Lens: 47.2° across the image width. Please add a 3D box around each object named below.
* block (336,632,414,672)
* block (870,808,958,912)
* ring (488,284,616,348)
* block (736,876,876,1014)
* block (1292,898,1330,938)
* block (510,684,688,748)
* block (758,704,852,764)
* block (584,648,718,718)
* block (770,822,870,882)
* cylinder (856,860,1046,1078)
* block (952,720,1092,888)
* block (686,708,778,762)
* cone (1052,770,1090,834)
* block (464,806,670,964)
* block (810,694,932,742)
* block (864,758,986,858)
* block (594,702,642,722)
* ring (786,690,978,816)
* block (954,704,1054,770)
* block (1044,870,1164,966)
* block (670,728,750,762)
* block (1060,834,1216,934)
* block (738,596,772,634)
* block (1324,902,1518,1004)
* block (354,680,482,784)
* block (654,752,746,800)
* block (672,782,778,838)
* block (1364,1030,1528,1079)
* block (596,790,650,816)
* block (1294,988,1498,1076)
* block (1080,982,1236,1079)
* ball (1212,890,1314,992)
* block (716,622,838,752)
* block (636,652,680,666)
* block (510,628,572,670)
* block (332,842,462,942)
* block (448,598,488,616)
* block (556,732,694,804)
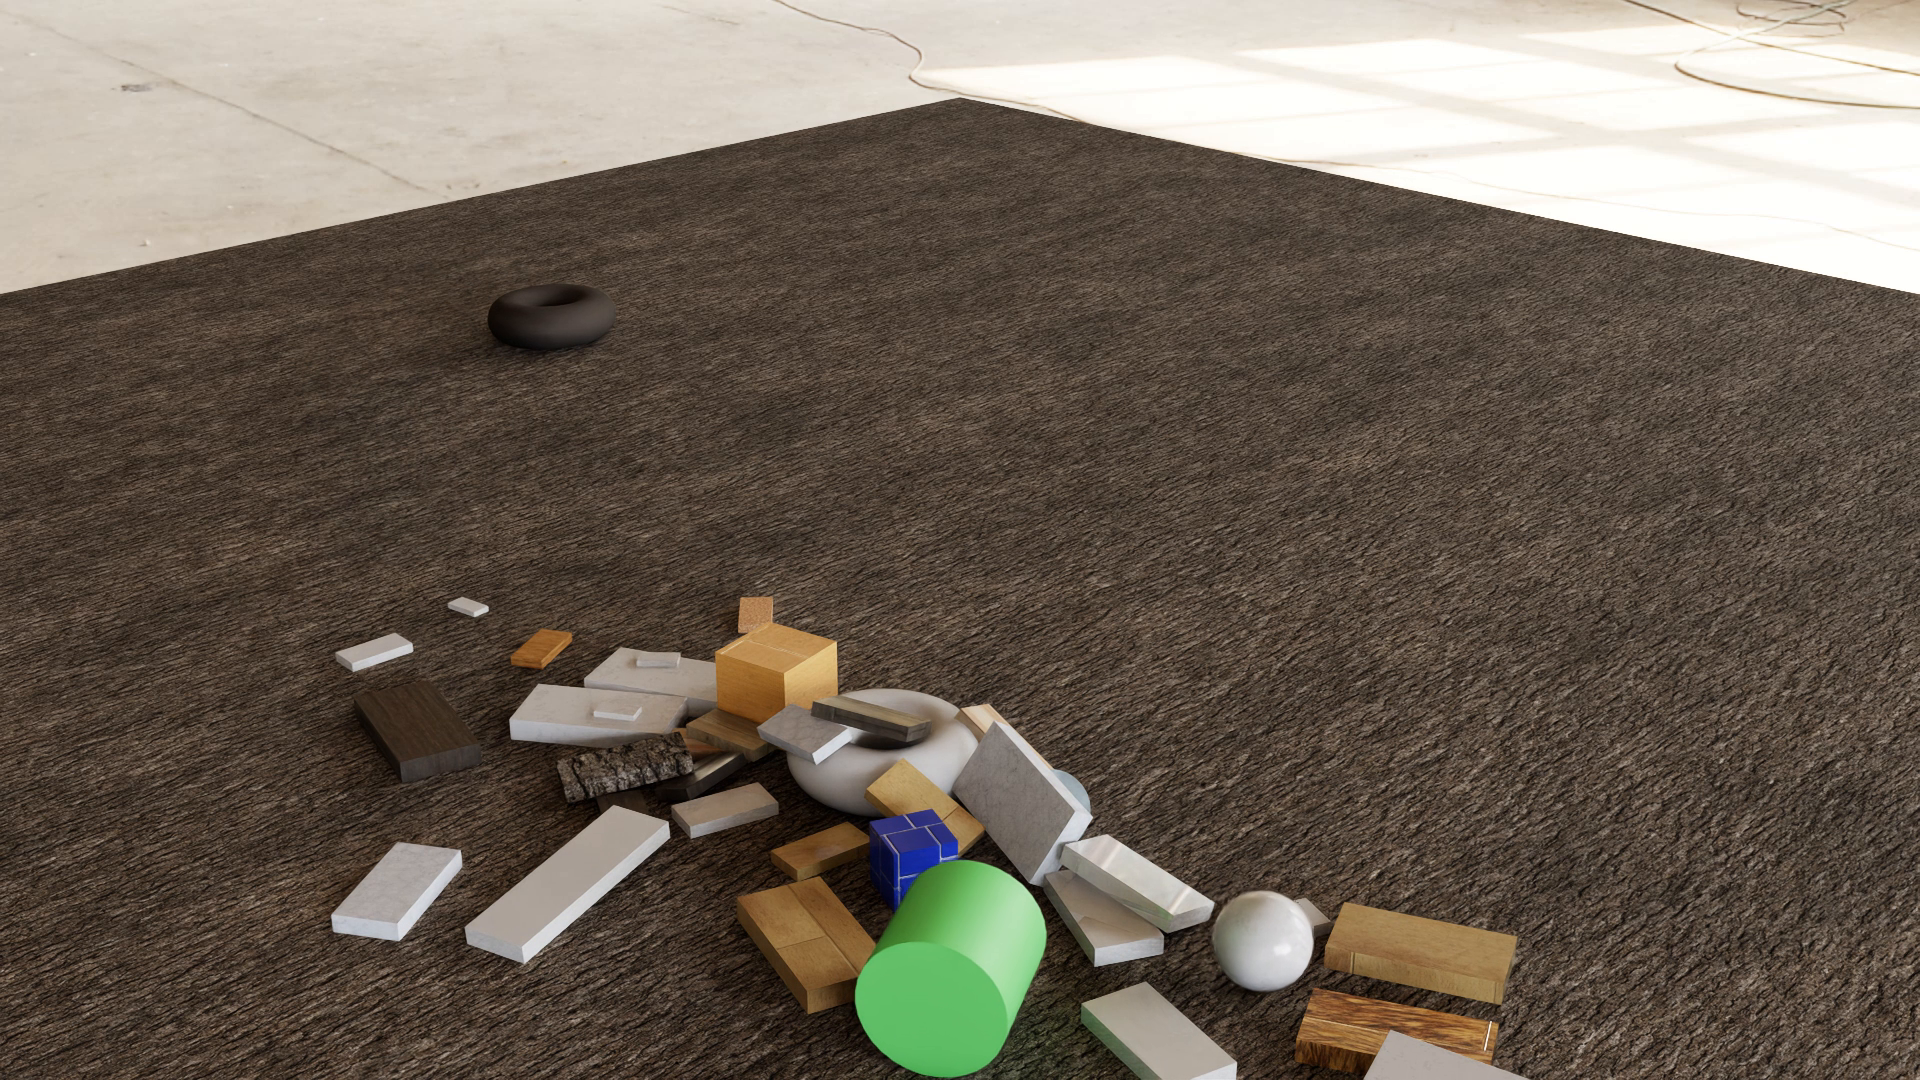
[{"bbox_3d":[-1.363,0.261,5.118,0.156,0.022,0.078,-20,30,-39],"label":"block"},{"bbox_3d":[-0.088,0.607,4.164,0.129,0.129,0.129,-9,25,-21],"label":"block"},{"bbox_3d":[-1.363,-0.748,7.346,0.423,0.141,0.423,-1,22,0],"label":"ring"},{"bbox_3d":[-0.264,0.729,3.982,0.167,0.047,0.335,-11,25,-24],"label":"block"},{"bbox_3d":[0.583,0.711,4.053,0.177,0.025,0.089,-10,25,-22],"label":"block"},{"bbox_3d":[-0.784,0.388,4.785,0.344,0.049,0.172,4,23,10],"label":"block"},{"bbox_3d":[-0.318,0.394,4.479,0.096,0.027,0.193,-35,33,-29],"label":"block"},{"bbox_3d":[-0.648,0.323,4.936,0.344,0.049,0.172,8,24,18],"label":"block"},{"bbox_3d":[-0.268,0.608,4.295,0.183,0.026,0.091,-17,28,-35],"label":"block"},{"bbox_3d":[-0.012,0.723,3.723,0.262,0.262,0.262,6,24,15],"label":"cylinder"},{"bbox_3d":[0.117,0.513,4.293,0.047,0.167,0.335,24,13,-37],"label":"block"},{"bbox_3d":[-0.479,0.414,4.683,0.193,0.027,0.096,16,28,34],"label":"block"},{"bbox_3d":[0.201,0.537,4.402,0.159,0.159,0.159,7,-3,16],"label":"cone"},{"bbox_3d":[-0.735,0.644,4.156,0.133,0.038,0.447,12,30,27],"label":"block"},{"bbox_3d":[-0.180,0.363,4.479,0.220,0.031,0.110,13,8,24],"label":"block"},{"bbox_3d":[-0.069,0.535,4.313,0.221,0.031,0.110,39,52,18],"label":"block"},{"bbox_3d":[-0.739,0.370,4.747,0.092,0.013,0.046,5,24,13],"label":"block"},{"bbox_3d":[-0.155,0.438,4.559,0.409,0.136,0.409,1,23,0],"label":"ring"},{"bbox_3d":[0.096,0.429,4.552,0.220,0.031,0.110,44,23,24],"label":"block"},{"bbox_3d":[0.264,0.692,4.081,0.134,0.038,0.267,-7,24,-17],"label":"block"},{"bbox_3d":[-0.531,0.438,4.695,0.184,0.026,0.092,2,23,5],"label":"block"},{"bbox_3d":[0.330,0.640,4.113,0.267,0.038,0.134,29,21,35],"label":"block"},{"bbox_3d":[-0.493,0.180,5.308,0.078,0.022,0.156,-1,23,-3],"label":"block"},{"bbox_3d":[0.829,0.741,3.956,0.315,0.045,0.158,9,25,20],"label":"block"},{"bbox_3d":[-1.171,0.408,4.737,0.172,0.049,0.344,-13,26,-27],"label":"block"},{"bbox_3d":[-0.535,0.488,4.542,0.092,0.026,0.184,-5,16,37],"label":"block"},{"bbox_3d":[-0.474,0.545,4.441,0.193,0.027,0.096,-13,26,-27],"label":"block"},{"bbox_3d":[0.807,0.904,3.511,0.315,0.045,0.157,16,40,27],"label":"block"},{"bbox_3d":[-0.668,0.561,4.404,0.092,0.026,0.184,-7,24,-16],"label":"block"},{"bbox_3d":[0.737,0.847,3.708,0.315,0.045,0.158,8,24,18],"label":"block"},{"bbox_3d":[0.333,0.847,3.715,0.134,0.038,0.267,-13,26,-27],"label":"block"},{"bbox_3d":[0.533,0.706,3.872,0.176,0.176,0.176,0,23,0],"label":"ball"},{"bbox_3d":[-0.396,0.316,4.778,0.186,0.186,0.186,14,27,30],"label":"block"},{"bbox_3d":[-0.683,0.271,4.982,0.092,0.013,0.046,1,23,2],"label":"block"},{"bbox_3d":[-0.976,0.254,5.134,0.078,0.022,0.156,7,24,16],"label":"block"},{"bbox_3d":[-1.061,0.661,4.154,0.133,0.038,0.265,5,24,12],"label":"block"},{"bbox_3d":[-1.199,0.163,5.360,0.092,0.013,0.046,16,28,32],"label":"block"},{"bbox_3d":[-0.696,0.470,4.558,0.266,0.038,0.133,-13,22,-14],"label":"block"}]
